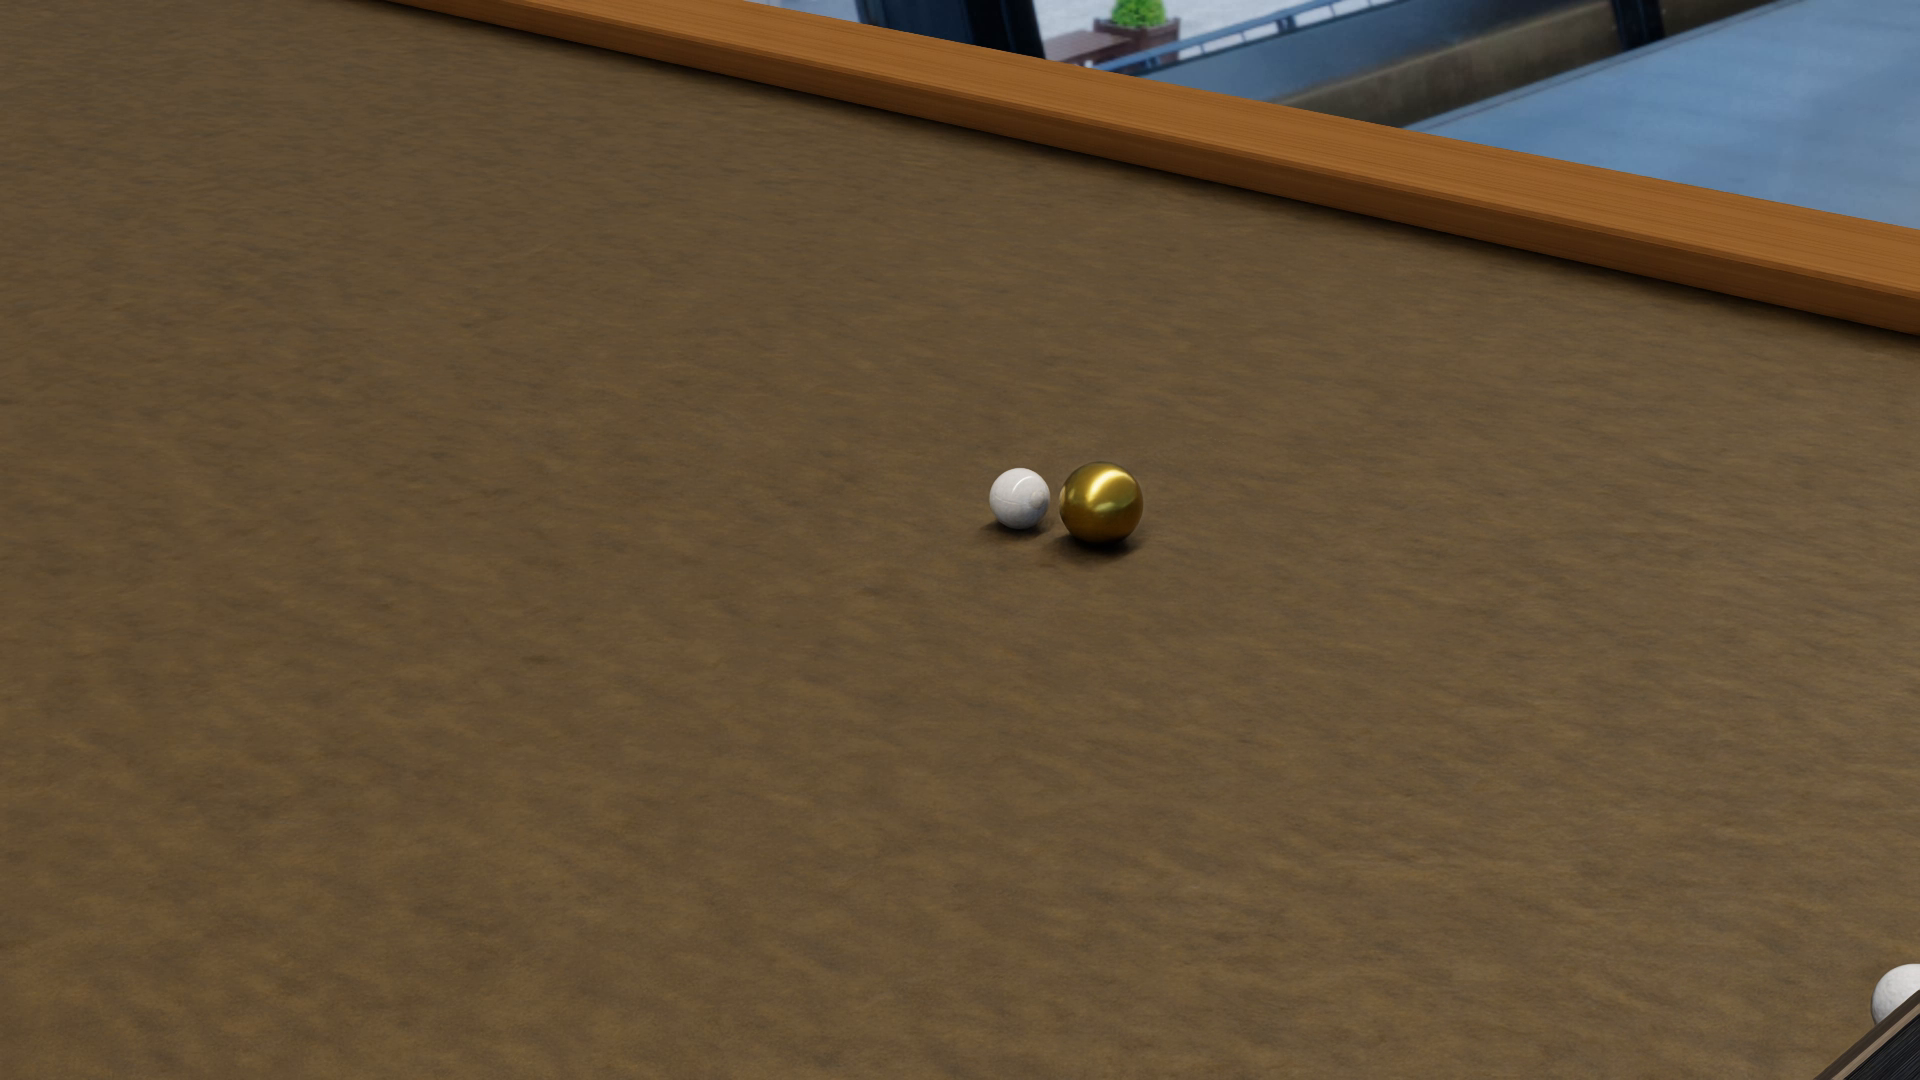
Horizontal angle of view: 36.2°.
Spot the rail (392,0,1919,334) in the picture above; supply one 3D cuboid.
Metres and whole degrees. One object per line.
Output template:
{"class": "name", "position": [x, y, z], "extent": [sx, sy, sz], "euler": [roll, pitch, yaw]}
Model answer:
{"class": "rail", "position": [0.024, -0.607, 3.991], "extent": [4.102, 0.114, 0.045], "euler": [19, 28, 38]}

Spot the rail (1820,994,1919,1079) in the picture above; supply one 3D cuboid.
{"class": "rail", "position": [0.743, 0.223, 1.924], "extent": [0.045, 0.114, 2.387], "euler": [19, 28, 38]}

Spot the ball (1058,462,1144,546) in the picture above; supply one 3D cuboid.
{"class": "ball", "position": [0.125, -0.032, 2.615], "extent": [0.076, 0.076, 0.076], "euler": [0, 22, 0]}

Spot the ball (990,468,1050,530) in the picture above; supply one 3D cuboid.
{"class": "ball", "position": [0.054, -0.037, 2.655], "extent": [0.055, 0.055, 0.055], "euler": [0, 22, 0]}

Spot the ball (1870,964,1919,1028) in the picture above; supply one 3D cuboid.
{"class": "ball", "position": [0.597, 0.292, 1.835], "extent": [0.055, 0.055, 0.055], "euler": [0, 22, 0]}
